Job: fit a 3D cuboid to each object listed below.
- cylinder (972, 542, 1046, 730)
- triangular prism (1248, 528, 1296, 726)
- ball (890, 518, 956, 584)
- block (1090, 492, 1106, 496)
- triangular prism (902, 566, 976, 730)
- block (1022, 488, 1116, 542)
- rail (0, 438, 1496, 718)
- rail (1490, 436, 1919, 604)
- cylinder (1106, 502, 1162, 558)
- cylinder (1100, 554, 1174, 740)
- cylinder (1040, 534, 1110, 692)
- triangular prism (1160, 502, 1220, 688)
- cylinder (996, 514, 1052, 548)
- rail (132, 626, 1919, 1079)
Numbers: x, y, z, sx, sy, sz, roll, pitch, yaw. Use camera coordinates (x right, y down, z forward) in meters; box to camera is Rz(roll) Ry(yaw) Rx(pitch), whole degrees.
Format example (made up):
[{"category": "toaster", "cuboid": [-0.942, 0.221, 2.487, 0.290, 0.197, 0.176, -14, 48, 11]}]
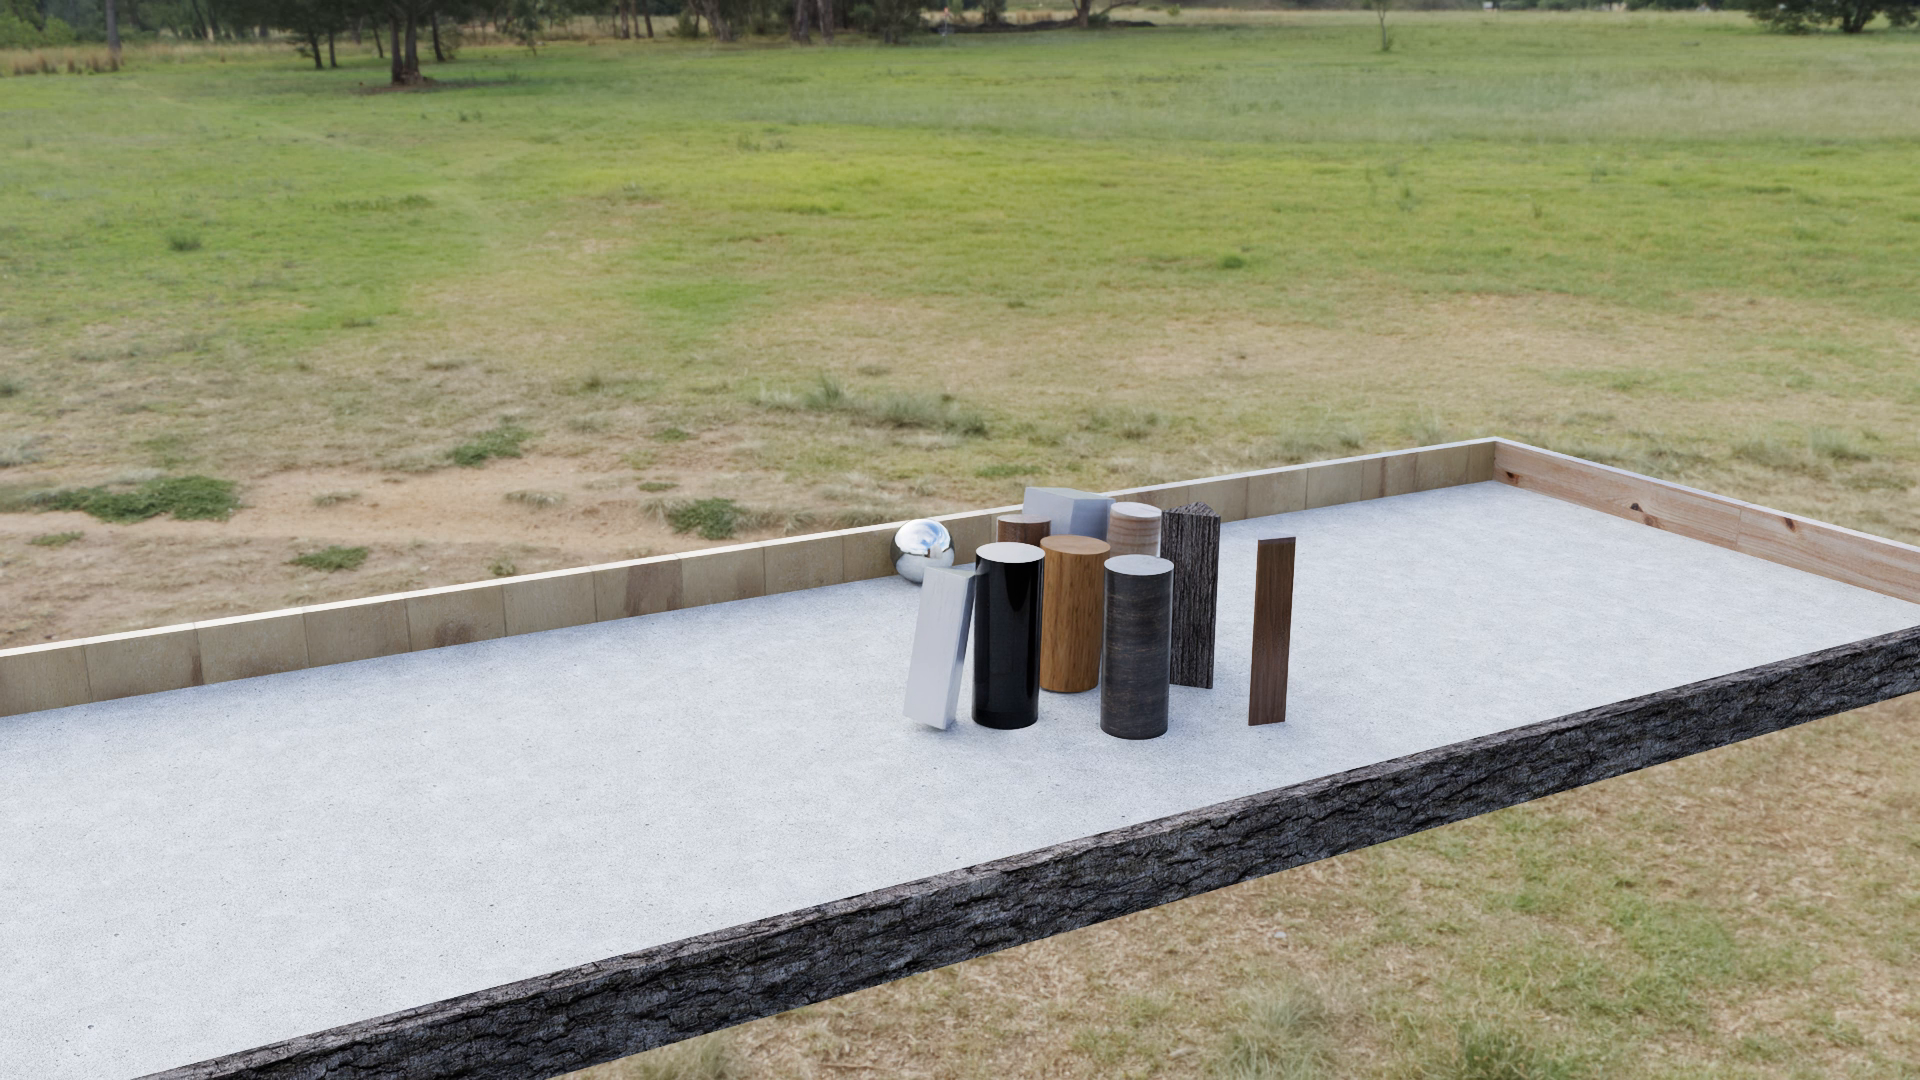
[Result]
[{"category": "cylinder", "cuboid": [0.111, 0.224, 3.862, 0.160, 0.408, 0.160, 1, 17, 0]}, {"category": "triangular prism", "cuboid": [0.711, 0.203, 3.857, 0.096, 0.455, 0.083, -5, 17, -17]}, {"category": "ball", "cuboid": [-0.111, 0.032, 4.902, 0.195, 0.195, 0.195, 0, 16, 0]}, {"category": "block", "cuboid": [0.294, 0.043, 4.623, 0.174, 0.331, 0.174, 8, 18, 26]}, {"category": "triangular prism", "cuboid": [-0.023, 0.249, 3.849, 0.130, 0.355, 0.113, 14, 8, 39]}, {"category": "block", "cuboid": [0.267, 0.067, 4.387, 0.171, 0.391, 0.171, 16, 12, 43]}, {"category": "rail", "cuboid": [-3.305, 0.497, 3.399, 12.000, 0.150, 0.050, -9, 18, -27]}, {"category": "rail", "cuboid": [2.466, -0.048, 5.253, 0.050, 0.150, 2.100, -9, 18, -27]}, {"category": "cylinder", "cuboid": [0.440, 0.099, 4.333, 0.136, 0.374, 0.136, 6, 17, -2]}, {"category": "cylinder", "cuboid": [0.407, 0.247, 3.810, 0.158, 0.398, 0.158, 0, 16, 0]}, {"category": "cylinder", "cuboid": [0.272, 0.181, 4.093, 0.173, 0.354, 0.173, 4, 16, -1]}, {"category": "triangular prism", "cuboid": [0.580, 0.133, 4.113, 0.144, 0.444, 0.125, 6, 17, 19]}, {"category": "cylinder", "cuboid": [0.160, 0.129, 4.230, 0.139, 0.373, 0.139, 1, 10, 0]}, {"category": "rail", "cuboid": [-2.336, 1.006, 1.665, 12.000, 0.150, 0.050, -9, 18, -27]}]
